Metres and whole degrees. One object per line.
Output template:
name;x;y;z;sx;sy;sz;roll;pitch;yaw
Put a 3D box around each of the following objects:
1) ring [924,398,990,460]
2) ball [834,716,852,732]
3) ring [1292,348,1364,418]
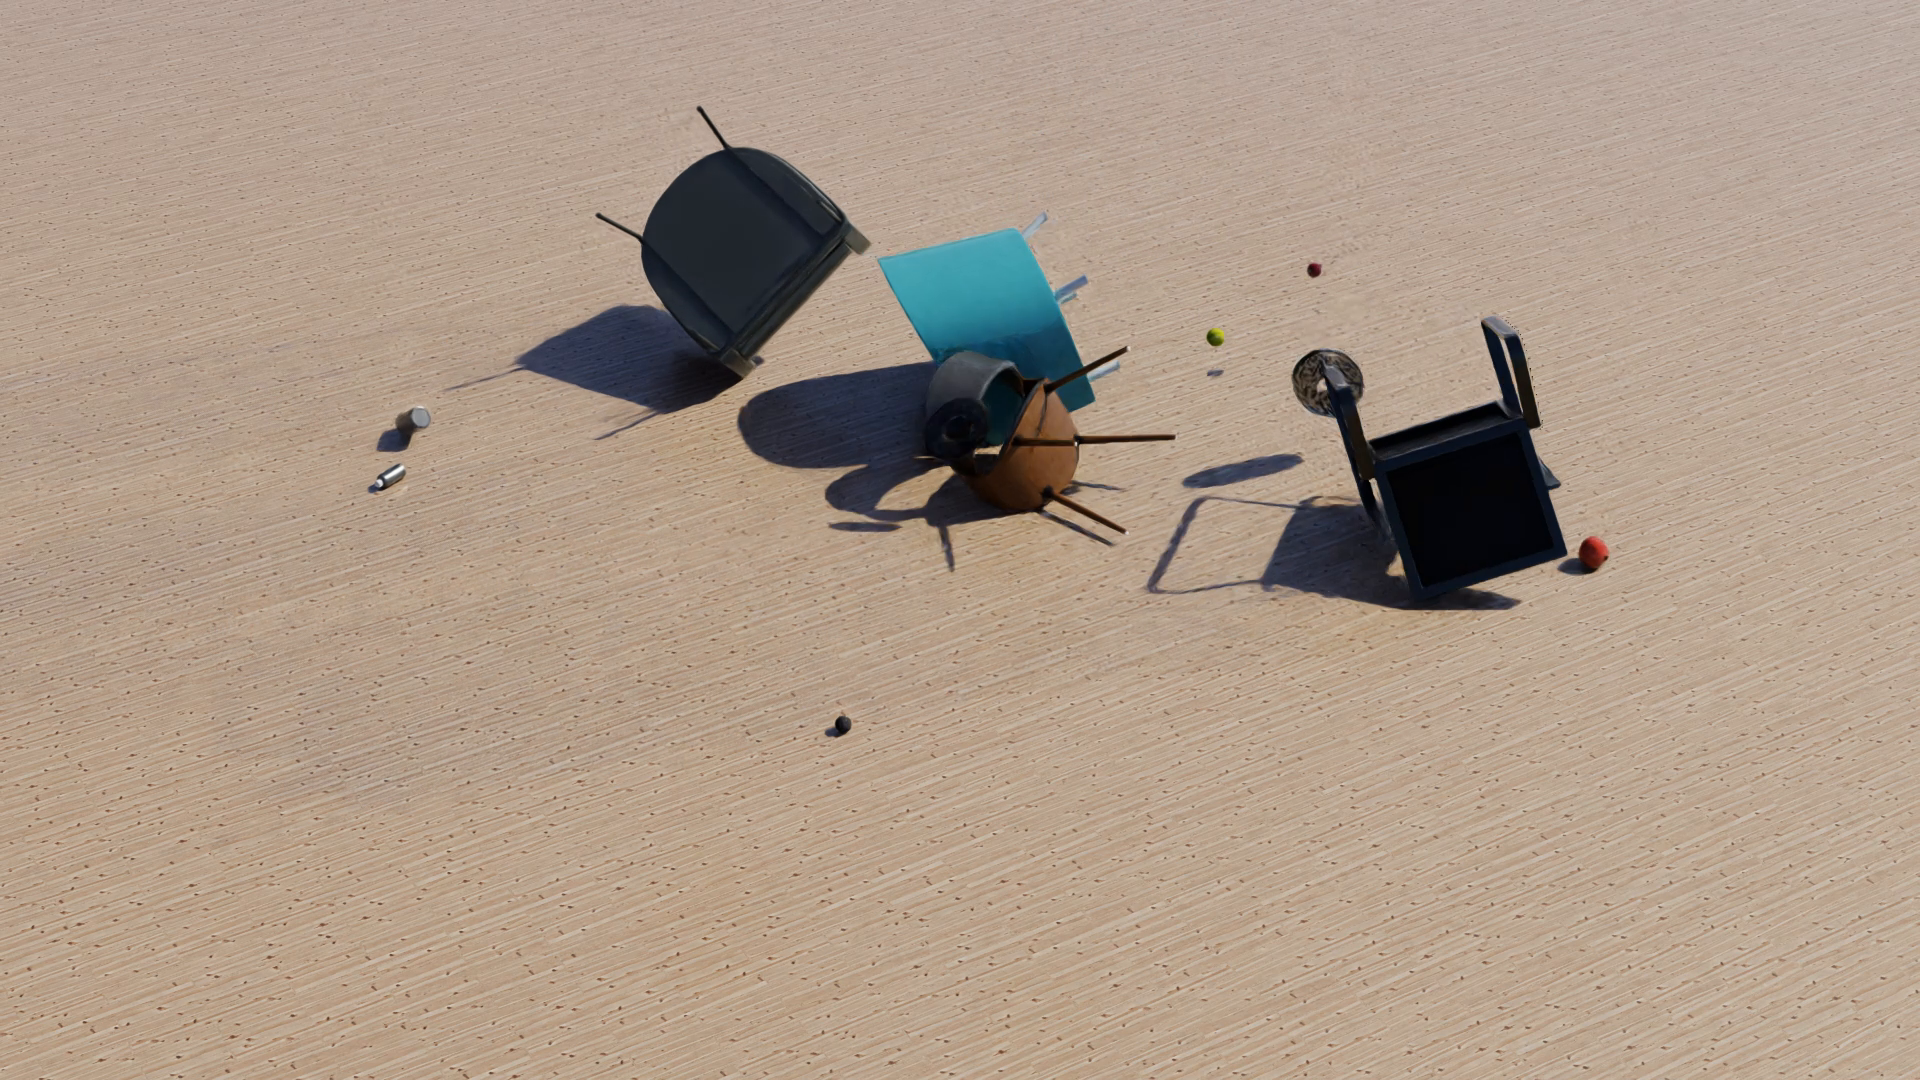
ring;-0.011;-0.414;10.902;0.276;0.201;0.043;-37;6;5
ball;-0.396;0.624;9.945;0.057;0.057;0.057;0;33;0
ring;1.411;-0.600;11.241;0.262;0.375;0.104;-32;48;13
